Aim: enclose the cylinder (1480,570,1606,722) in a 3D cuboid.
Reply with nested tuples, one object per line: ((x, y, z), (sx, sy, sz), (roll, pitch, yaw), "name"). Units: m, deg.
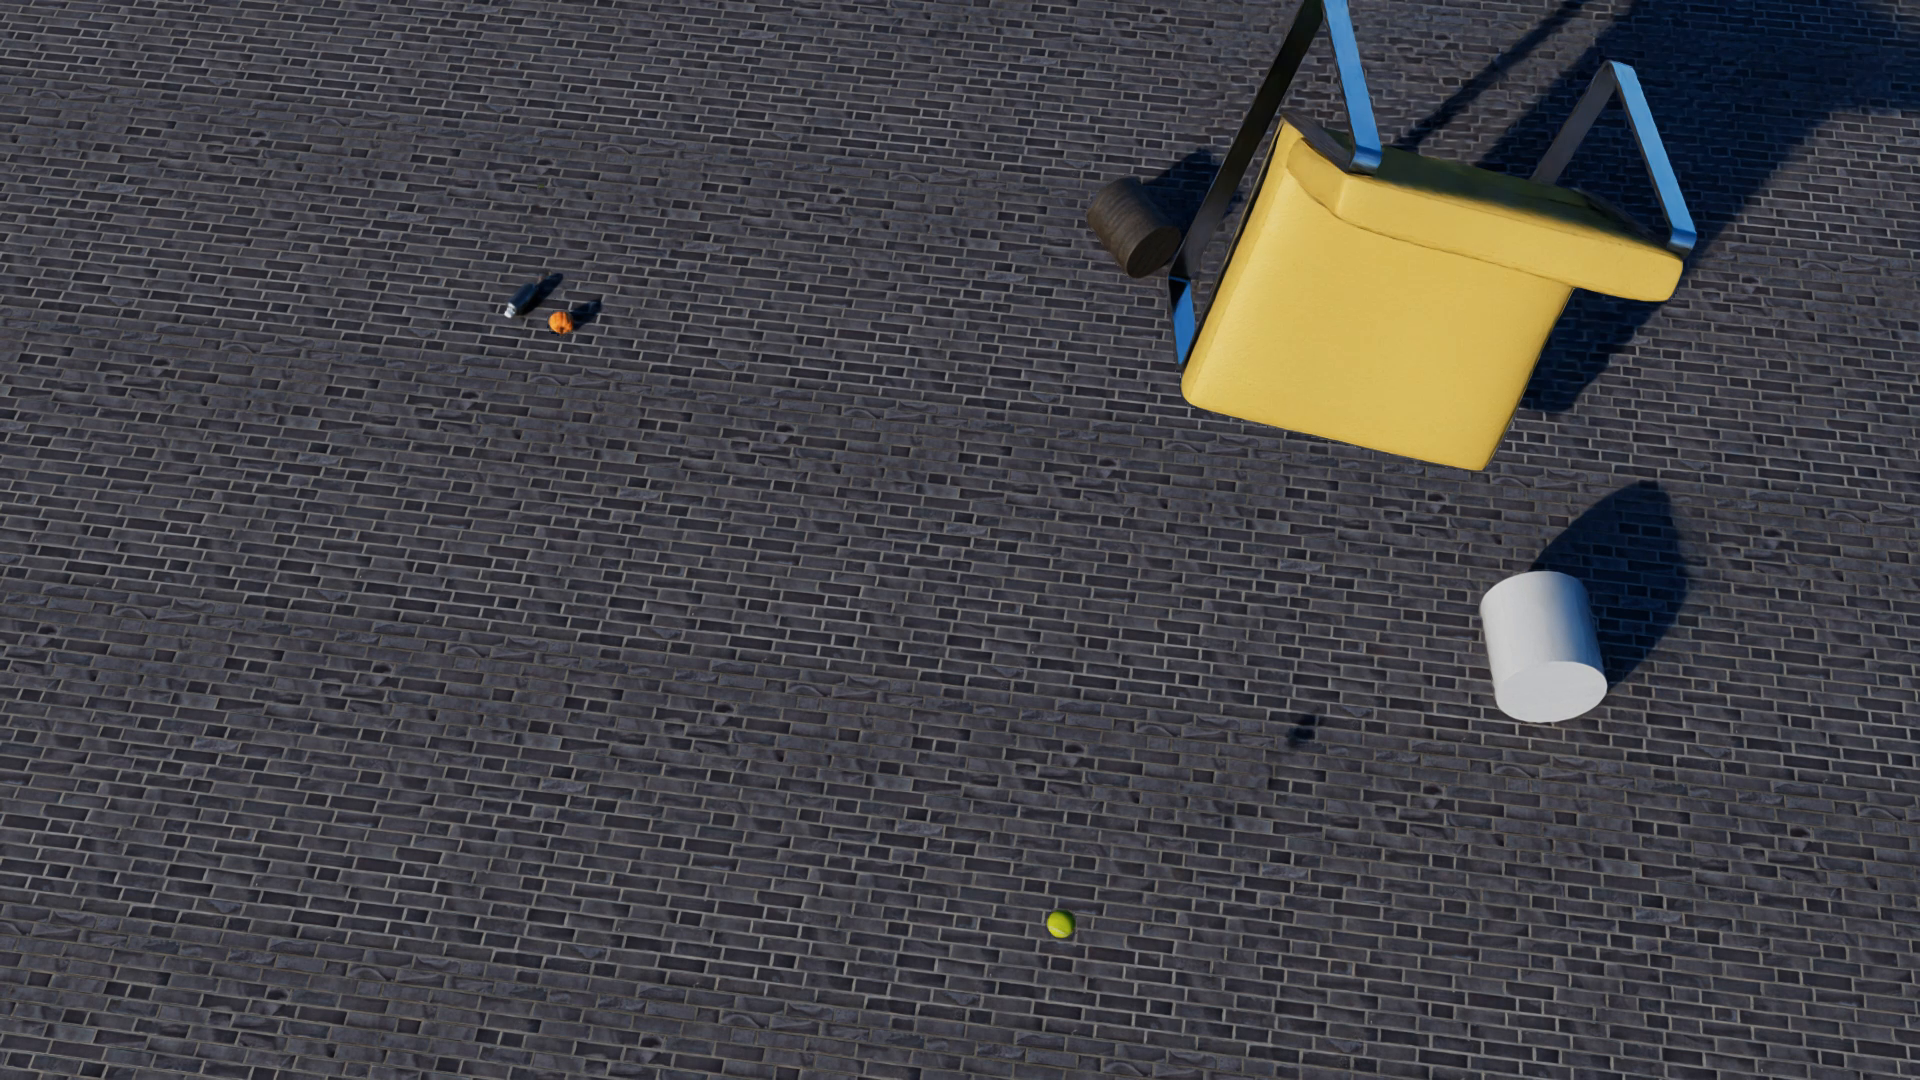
((1.634, 0.301, 6.167), (0.301, 0.346, 0.292), (-12, 55, 16), "cylinder")

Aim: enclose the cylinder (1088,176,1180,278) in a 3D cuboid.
((0.564, -1.015, 7.128), (0.192, 0.219, 0.244), (0, 46, -45), "cylinder")
